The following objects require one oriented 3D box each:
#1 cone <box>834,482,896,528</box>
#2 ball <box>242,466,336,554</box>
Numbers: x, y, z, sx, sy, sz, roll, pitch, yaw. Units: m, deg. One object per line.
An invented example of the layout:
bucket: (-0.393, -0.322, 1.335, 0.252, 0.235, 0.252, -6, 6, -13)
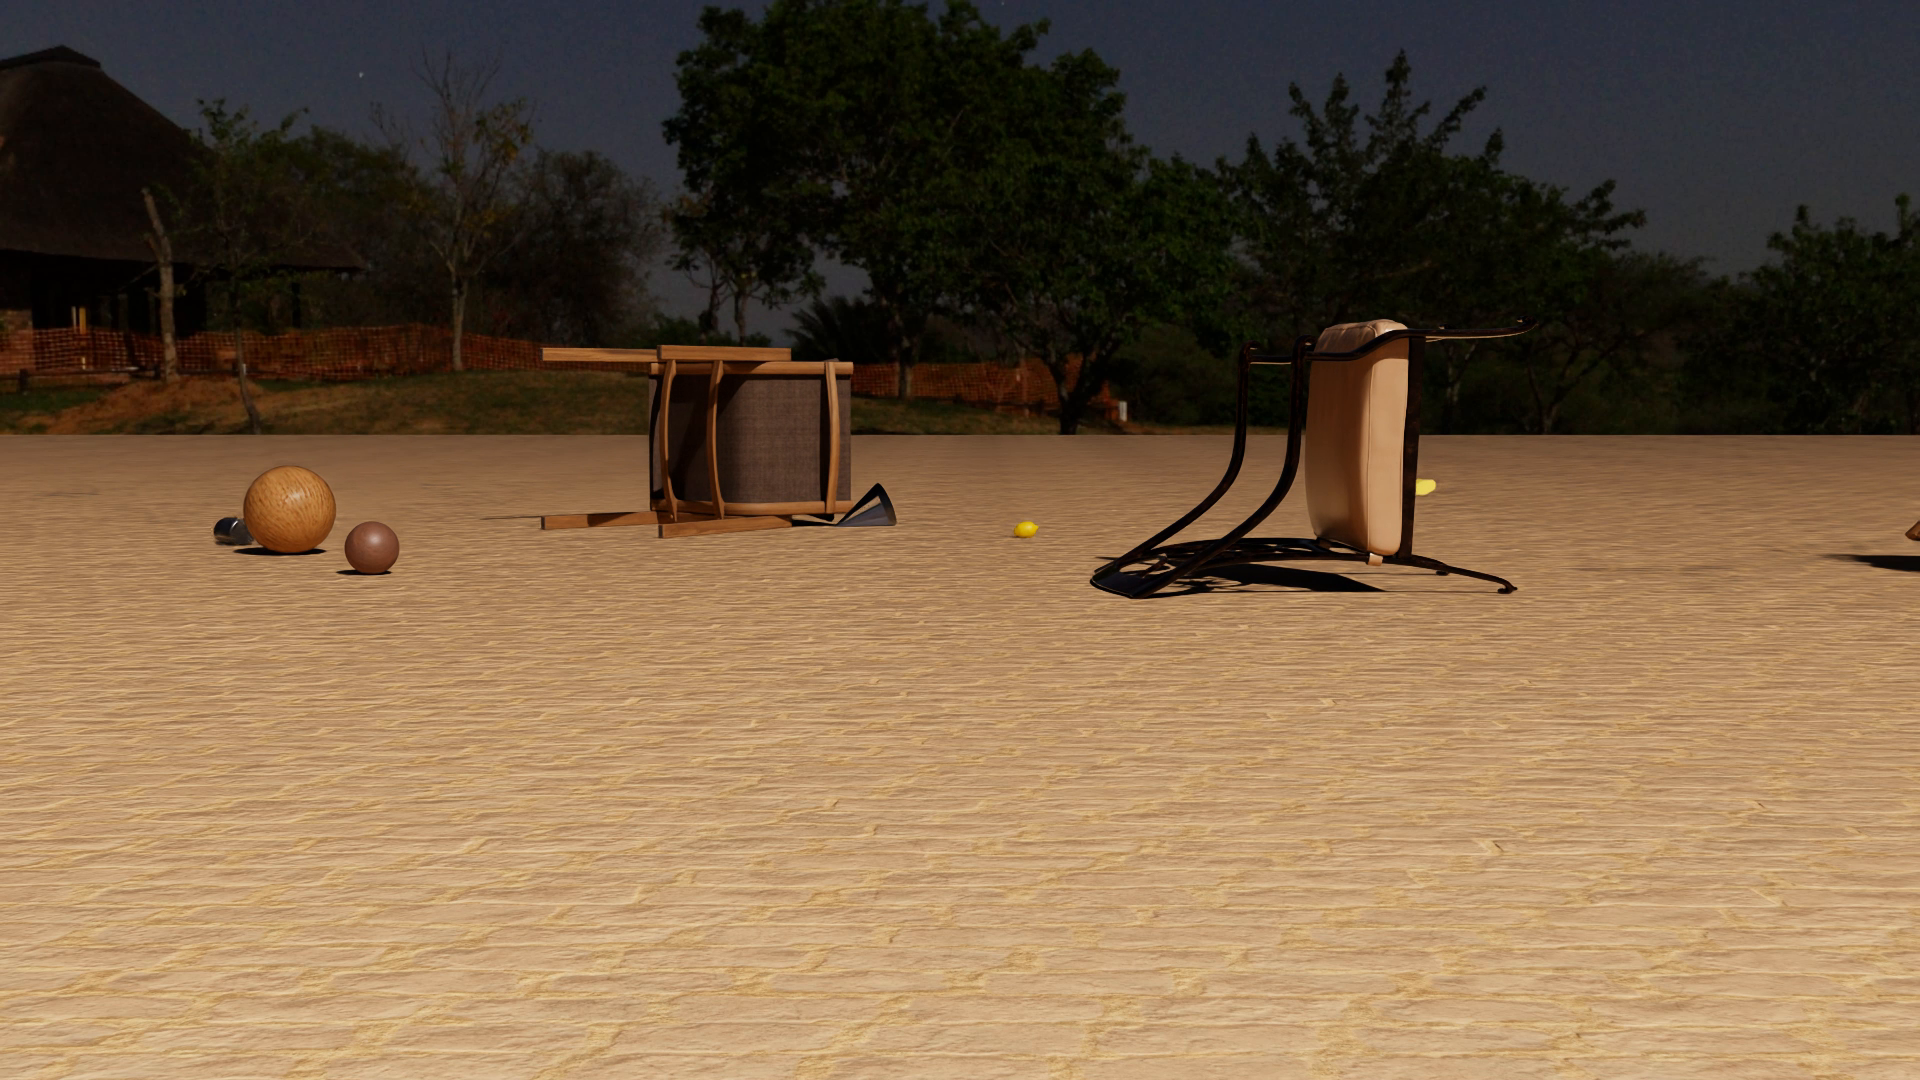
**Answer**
cone: (-0.327, -0.080, 7.190, 0.202, 0.152, 0.092, -25, 3, -24)
ball: (-1.819, -0.082, 5.966, 0.242, 0.242, 0.242, 0, 4, 0)
